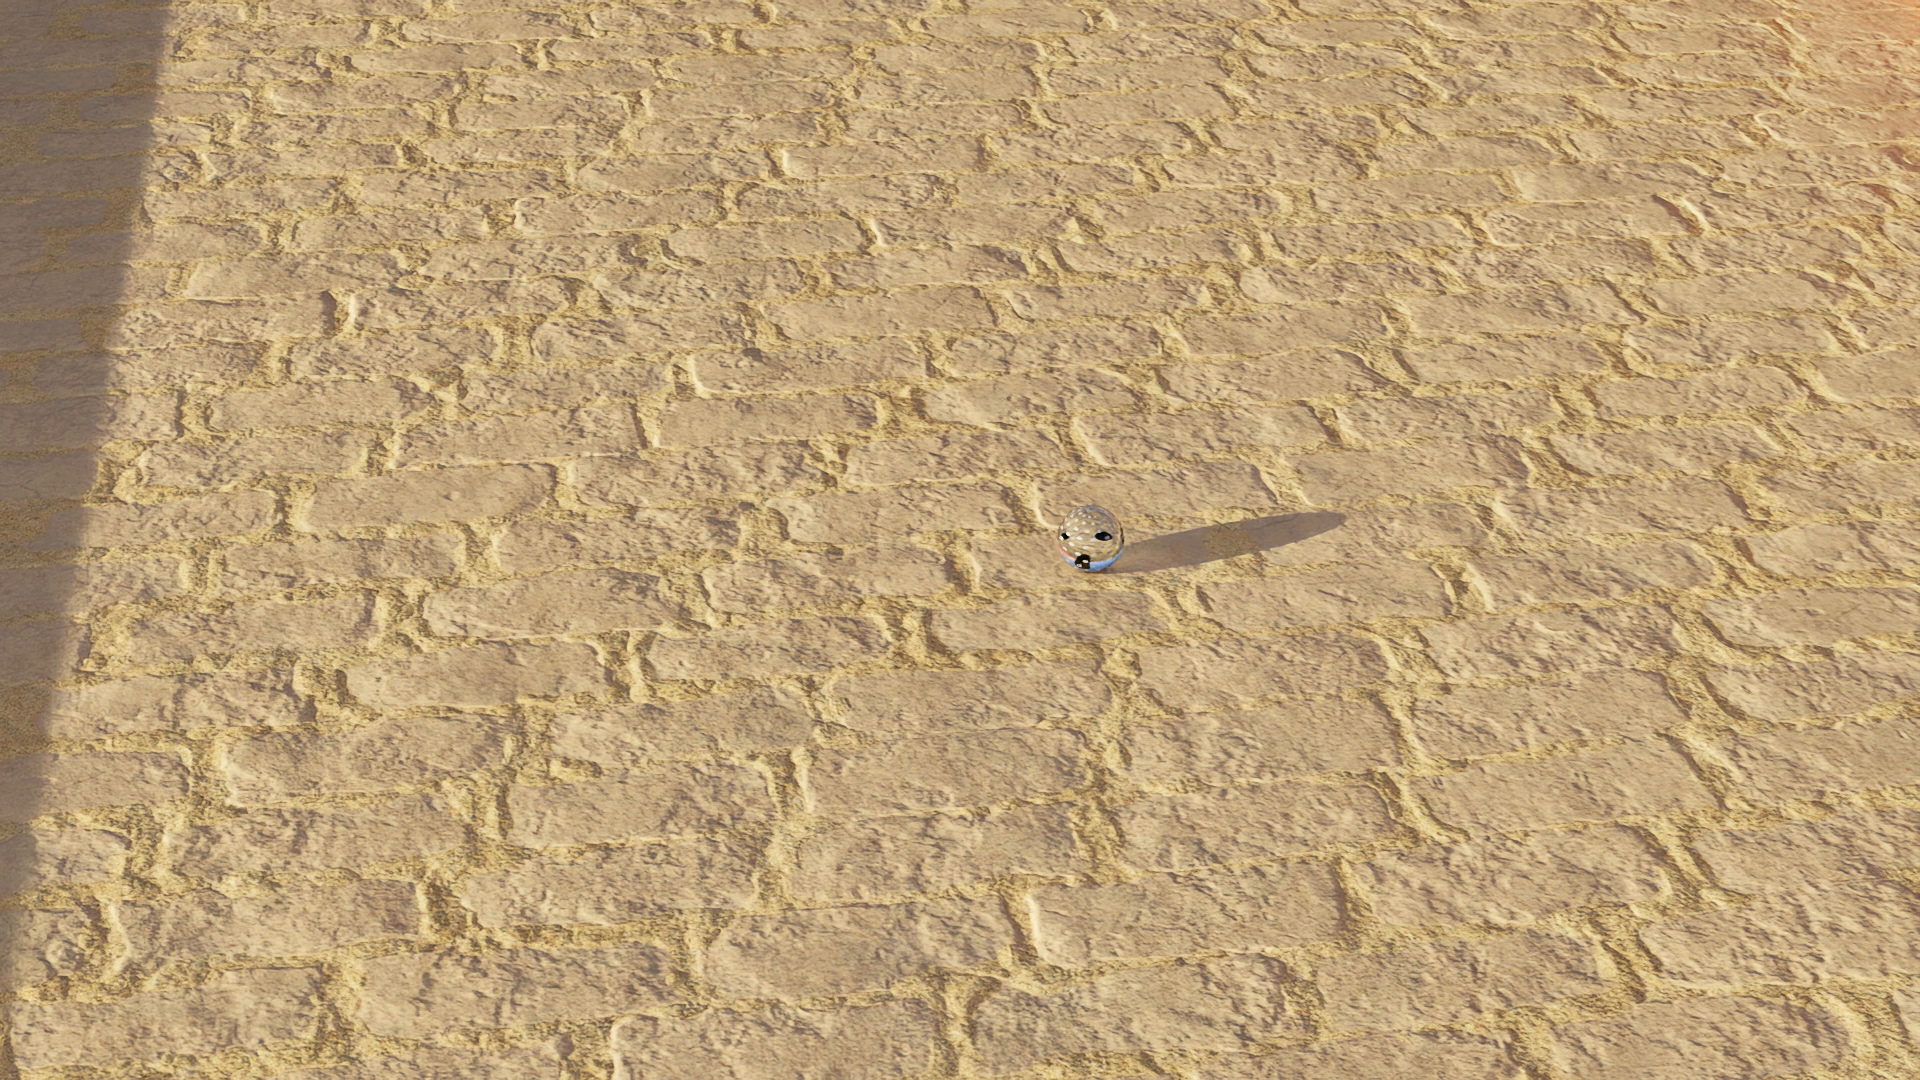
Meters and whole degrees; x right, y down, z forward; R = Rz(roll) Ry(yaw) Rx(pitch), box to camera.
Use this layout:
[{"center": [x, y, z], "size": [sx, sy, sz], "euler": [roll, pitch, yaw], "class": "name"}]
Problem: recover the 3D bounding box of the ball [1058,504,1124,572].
[{"center": [0.078, -0.001, 1.751], "size": [0.040, 0.040, 0.040], "euler": [0, 30, 0], "class": "ball"}]
